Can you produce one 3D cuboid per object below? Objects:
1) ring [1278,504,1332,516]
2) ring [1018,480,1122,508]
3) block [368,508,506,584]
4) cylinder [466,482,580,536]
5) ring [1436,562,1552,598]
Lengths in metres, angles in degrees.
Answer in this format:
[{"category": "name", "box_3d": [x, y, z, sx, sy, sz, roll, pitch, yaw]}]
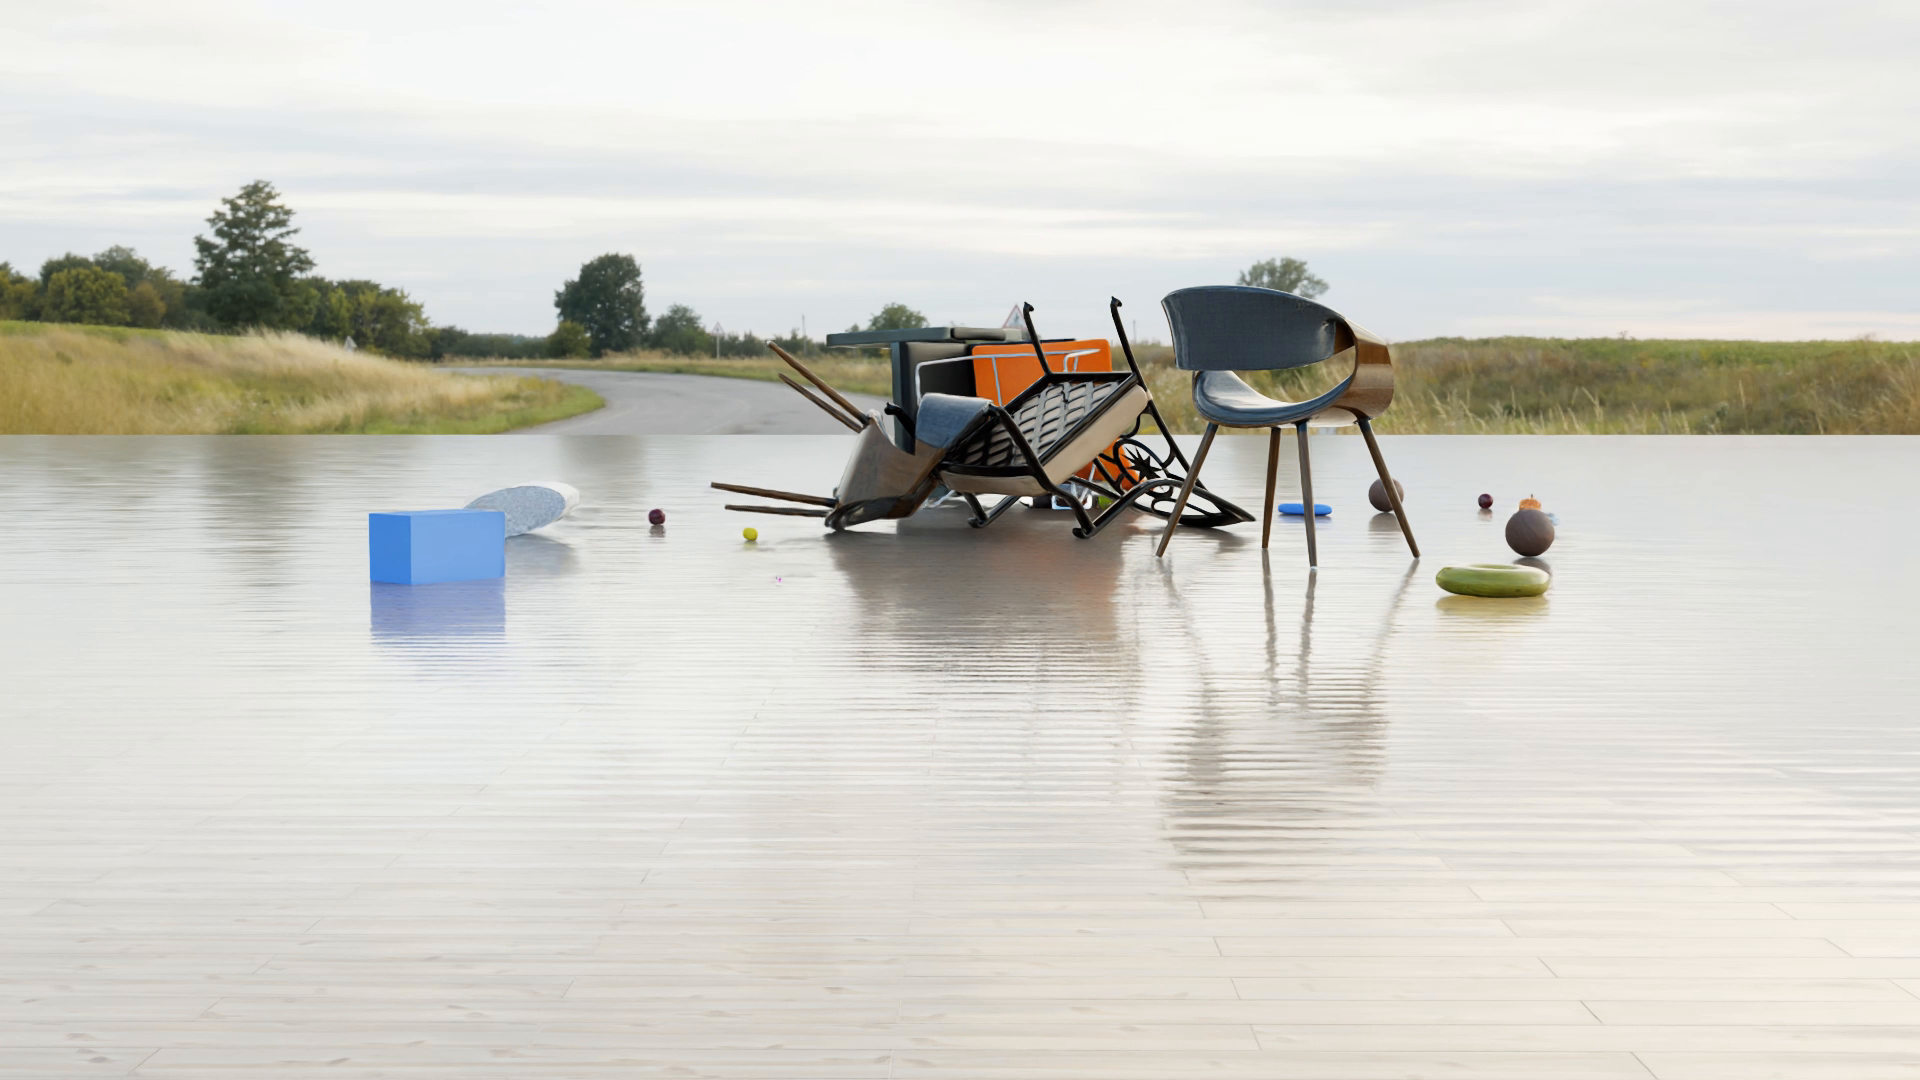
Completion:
[{"category": "ring", "box_3d": [1.235, -0.110, 7.876, 0.086, 0.039, 0.242, -2, 4, -42]}, {"category": "ring", "box_3d": [0.416, -0.173, 8.325, 0.408, 0.104, 0.220, -1, 6, -11]}, {"category": "block", "box_3d": [-1.237, 0.013, 5.206, 0.166, 0.158, 0.265, 3, 5, 41]}, {"category": "cylinder", "box_3d": [-1.360, -0.096, 6.802, 0.329, 0.146, 0.296, -12, 4, -1]}, {"category": "ring", "box_3d": [1.166, 0.088, 4.811, 0.261, 0.062, 0.216, 1, 5, -19]}]
